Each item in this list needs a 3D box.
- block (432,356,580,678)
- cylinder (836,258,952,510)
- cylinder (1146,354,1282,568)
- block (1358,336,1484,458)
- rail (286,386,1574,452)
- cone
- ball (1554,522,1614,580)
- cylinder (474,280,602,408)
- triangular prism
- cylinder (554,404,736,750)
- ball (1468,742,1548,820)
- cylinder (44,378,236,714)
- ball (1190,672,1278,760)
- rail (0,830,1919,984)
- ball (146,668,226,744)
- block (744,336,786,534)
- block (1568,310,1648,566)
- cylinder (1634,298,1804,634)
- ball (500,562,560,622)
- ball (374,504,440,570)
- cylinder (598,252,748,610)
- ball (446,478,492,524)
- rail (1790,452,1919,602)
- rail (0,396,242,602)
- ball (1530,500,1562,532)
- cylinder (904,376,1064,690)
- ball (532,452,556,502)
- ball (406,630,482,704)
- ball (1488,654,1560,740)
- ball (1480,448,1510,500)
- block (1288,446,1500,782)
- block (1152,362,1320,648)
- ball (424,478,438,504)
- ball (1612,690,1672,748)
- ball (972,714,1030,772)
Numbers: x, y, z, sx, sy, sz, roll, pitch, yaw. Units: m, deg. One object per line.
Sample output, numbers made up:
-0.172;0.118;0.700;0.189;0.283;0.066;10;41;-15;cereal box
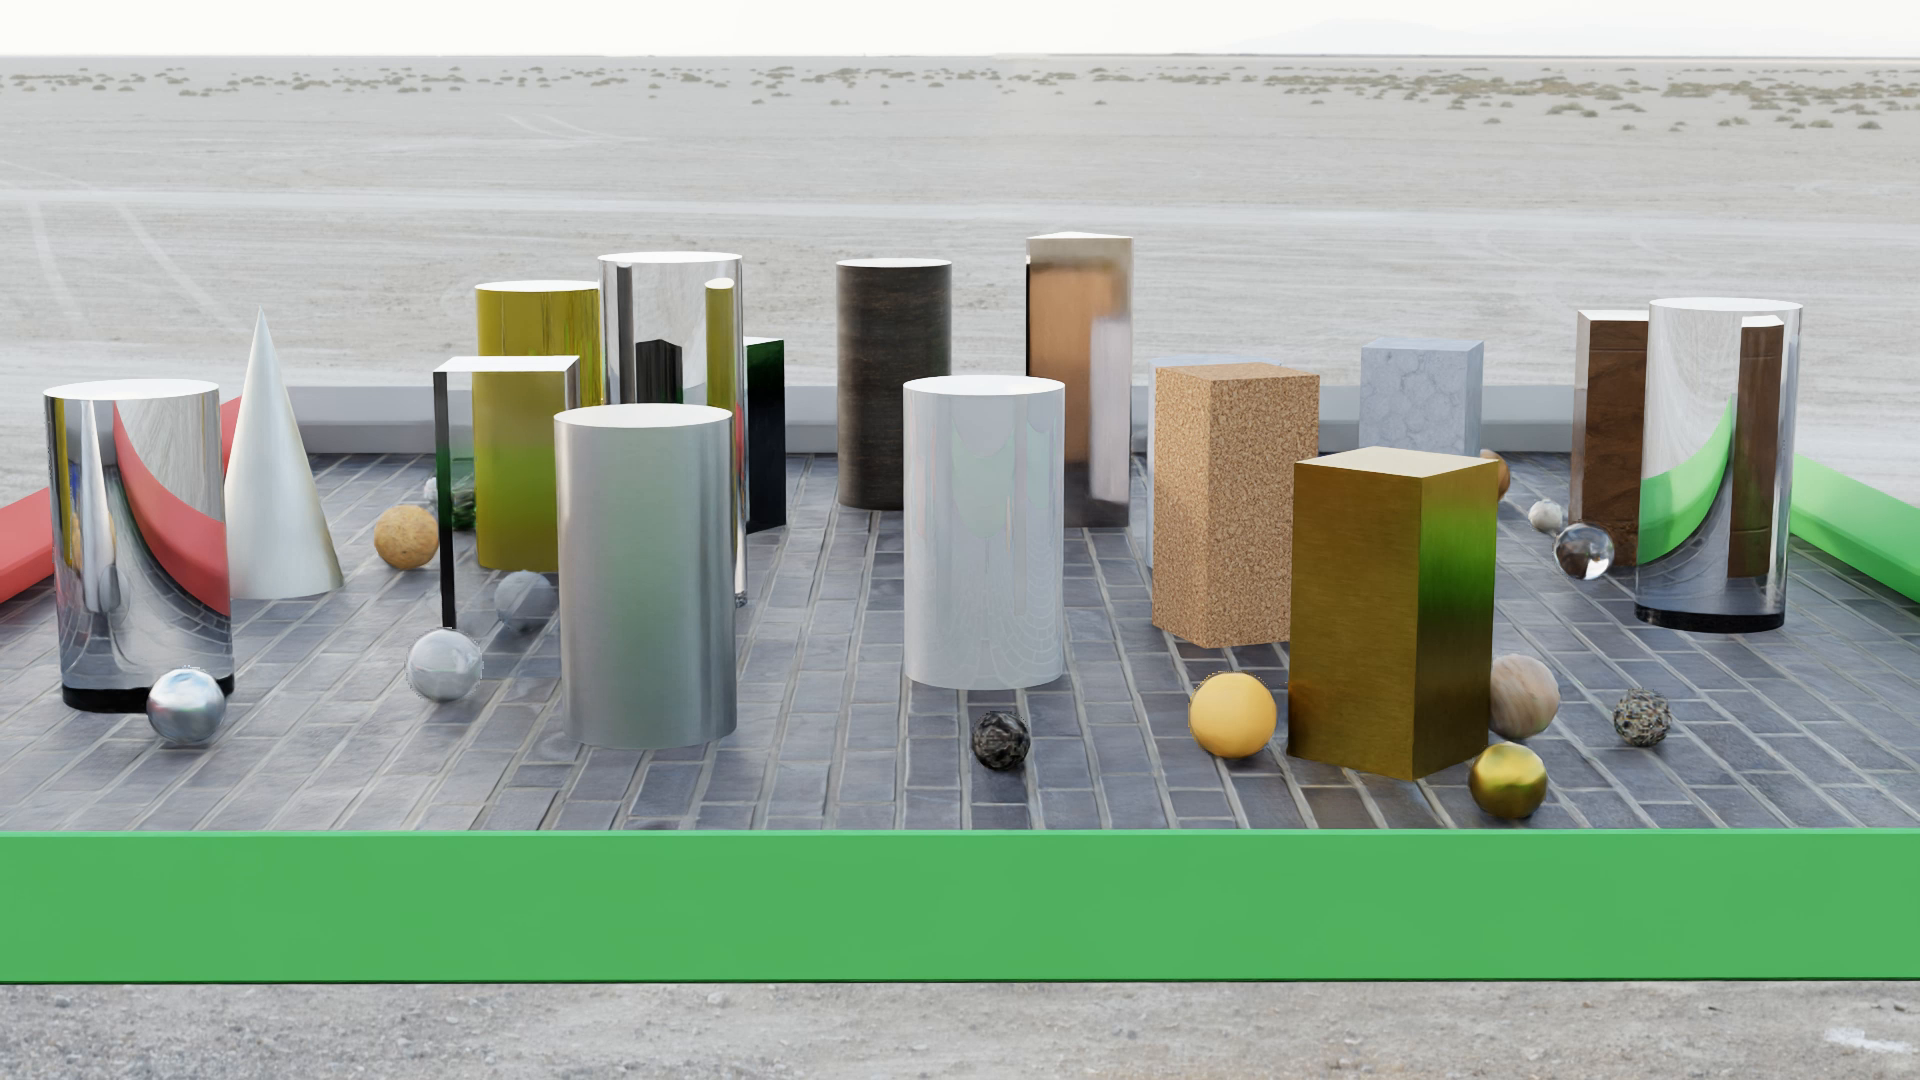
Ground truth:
-0.544;-0.031;3.123;0.154;0.370;0.154;0;11;-2;block
-0.109;-0.263;4.287;0.192;0.400;0.192;0;11;0;cylinder
0.370;-0.112;3.755;0.192;0.299;0.192;0;11;0;cylinder
0.685;-0.134;3.819;0.154;0.318;0.154;4;11;20;block
-0.008;-0.224;4.829;2.625;0.125;0.045;0;11;0;rail
-0.968;-0.132;3.588;0.192;0.399;0.192;0;11;0;cone
0.889;0.016;3.654;0.084;0.084;0.084;0;11;0;ball
-0.621;-0.179;3.837;0.192;0.401;0.192;0;11;0;cylinder
0.182;-0.259;4.107;0.167;0.458;0.144;-1;11;-5;triangular prism
-0.344;0.036;2.820;0.192;0.349;0.192;0;11;0;cylinder
0.534;0.235;2.498;0.076;0.076;0.076;0;11;0;ball
-0.948;0.003;2.969;0.192;0.359;0.192;0;11;0;cylinder
0.290;0.186;2.717;0.092;0.092;0.092;0;11;0;ball
0.008;0.289;2.069;2.625;0.125;0.045;0;11;0;rail
-0.837;0.180;2.774;0.083;0.083;0.083;0;11;0;ball
-0.383;-0.166;4.052;0.154;0.297;0.154;6;12;30;block
0.997;-0.153;3.808;0.154;0.360;0.154;1;11;7;block
0.995;-0.102;3.374;0.192;0.417;0.192;0;11;0;cylinder
-0.565;0.069;3.381;0.080;0.080;0.080;0;11;0;ball
-0.805;-0.005;3.735;0.095;0.095;0.095;0;11;0;ball
-0.387;-0.146;3.469;0.192;0.471;0.192;0;11;0;cylinder
-0.787;-0.063;4.113;0.072;0.072;0.072;0;11;0;ball
1.289;0.031;3.456;0.045;0.125;2.854;0;11;0;rail
-1.289;0.033;3.442;0.045;0.125;2.854;0;11;0;rail
0.920;-0.037;4.028;0.052;0.052;0.052;0;11;0;ball
0.029;-0.013;3.081;0.192;0.350;0.192;0;11;0;cylinder
-0.677;-0.105;4.304;0.084;0.084;0.084;0;11;0;ball
-0.594;0.146;2.955;0.084;0.084;0.084;0;11;0;ball
0.603;0.170;2.784;0.093;0.093;0.093;0;11;0;ball
0.866;-0.103;4.261;0.096;0.096;0.096;0;11;0;ball
0.457;0.073;2.712;0.154;0.316;0.154;9;14;40;block
0.352;-0.048;3.299;0.154;0.340;0.154;-4;11;-22;block
-0.874;-0.082;4.290;0.045;0.045;0.045;0;11;0;ball
0.735;0.193;2.765;0.061;0.061;0.061;0;11;0;ball
0.043;0.210;2.672;0.061;0.061;0.061;0;11;0;ball
